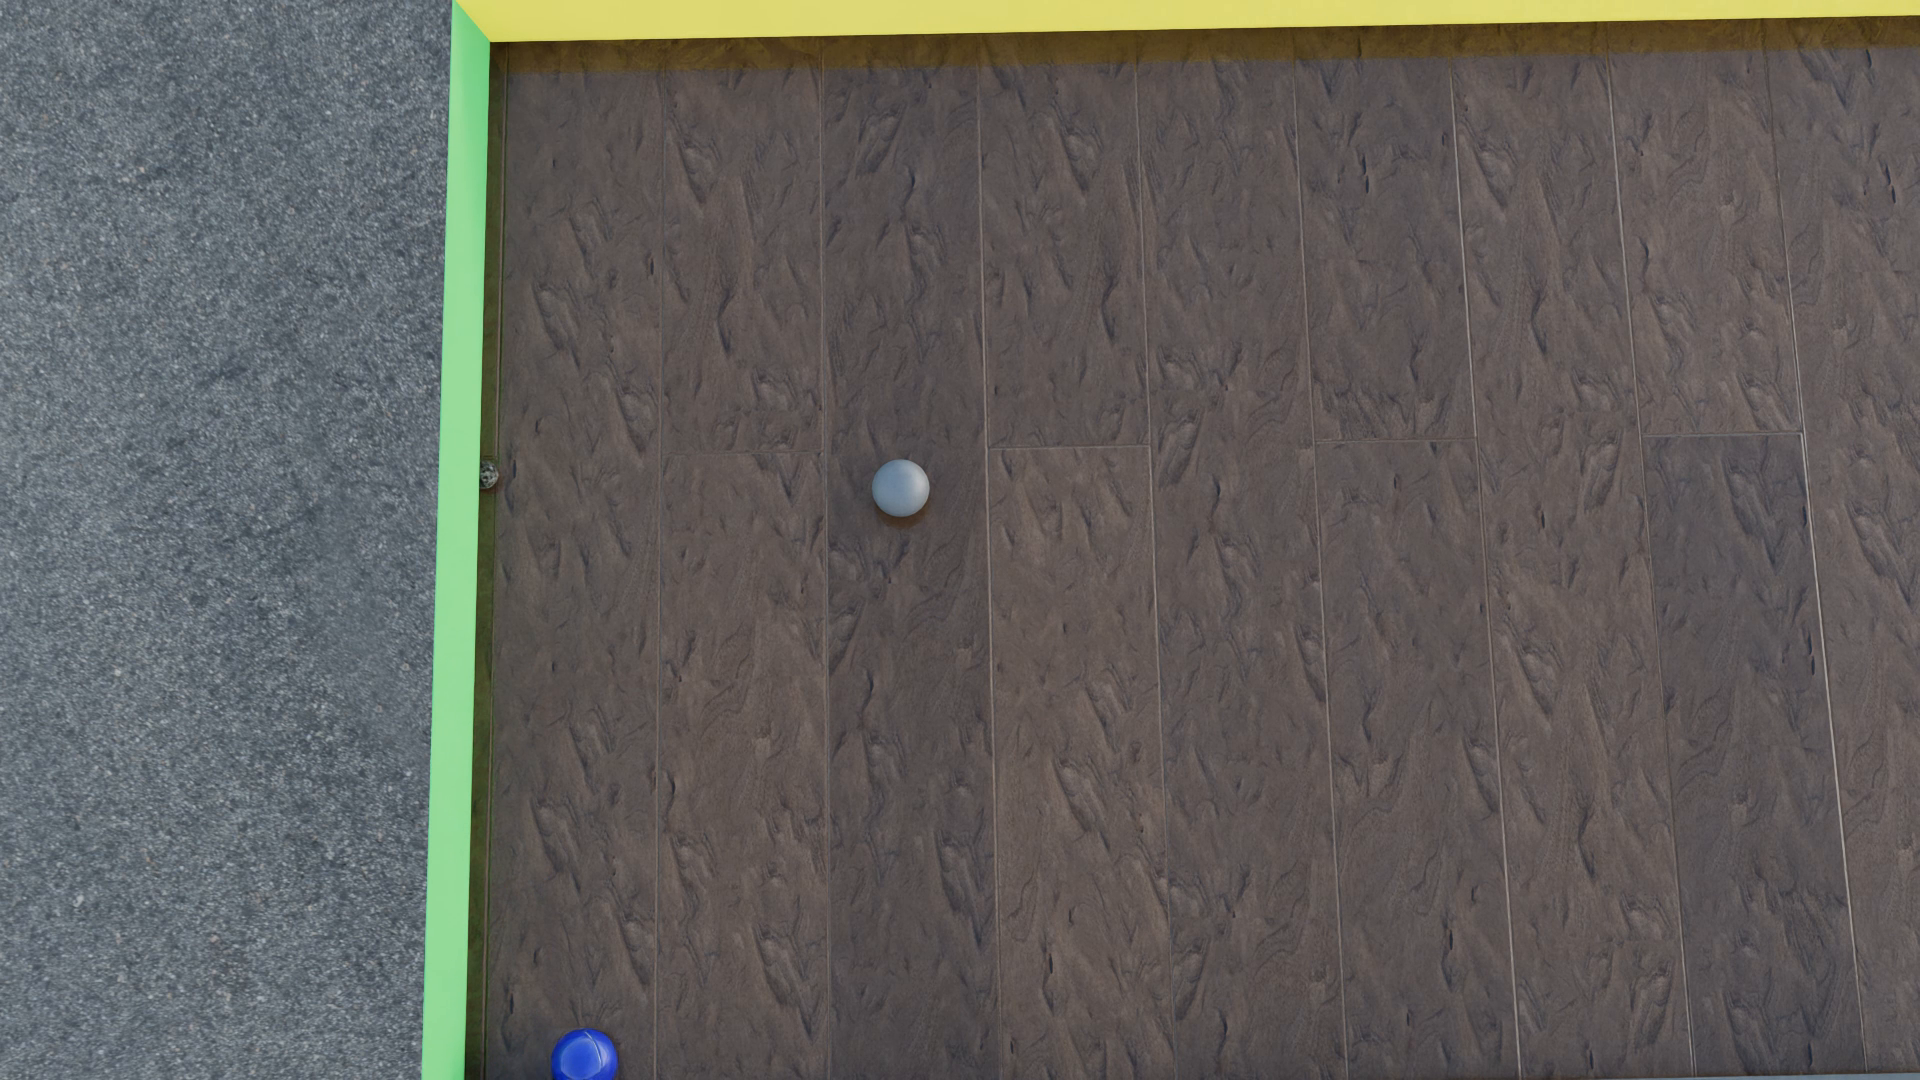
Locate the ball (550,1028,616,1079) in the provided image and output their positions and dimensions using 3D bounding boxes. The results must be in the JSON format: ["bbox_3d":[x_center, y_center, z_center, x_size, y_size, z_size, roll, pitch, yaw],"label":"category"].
[{"bbox_3d":[-0.537,0.744,3.136,0.094,0.094,0.094,0,78,0],"label":"ball"}]

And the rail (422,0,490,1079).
[{"bbox_3d":[-0.741,0.009,3.272,0.045,0.122,1.701,-1,78,0],"label":"rail"}]

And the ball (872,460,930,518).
[{"bbox_3d":[-0.089,-0.078,3.309,0.087,0.087,0.087,0,78,0],"label":"ball"}]

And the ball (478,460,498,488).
[{"bbox_3d":[-0.722,-0.099,3.336,0.043,0.043,0.043,0,78,0],"label":"ball"}]

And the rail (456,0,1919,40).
[{"bbox_3d":[0.748,-0.831,3.445,3.060,0.122,0.045,-1,78,0],"label":"rail"}]

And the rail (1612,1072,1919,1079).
[{"bbox_3d":[0.782,0.789,3.112,3.060,0.122,0.045,-1,78,0],"label":"rail"}]
